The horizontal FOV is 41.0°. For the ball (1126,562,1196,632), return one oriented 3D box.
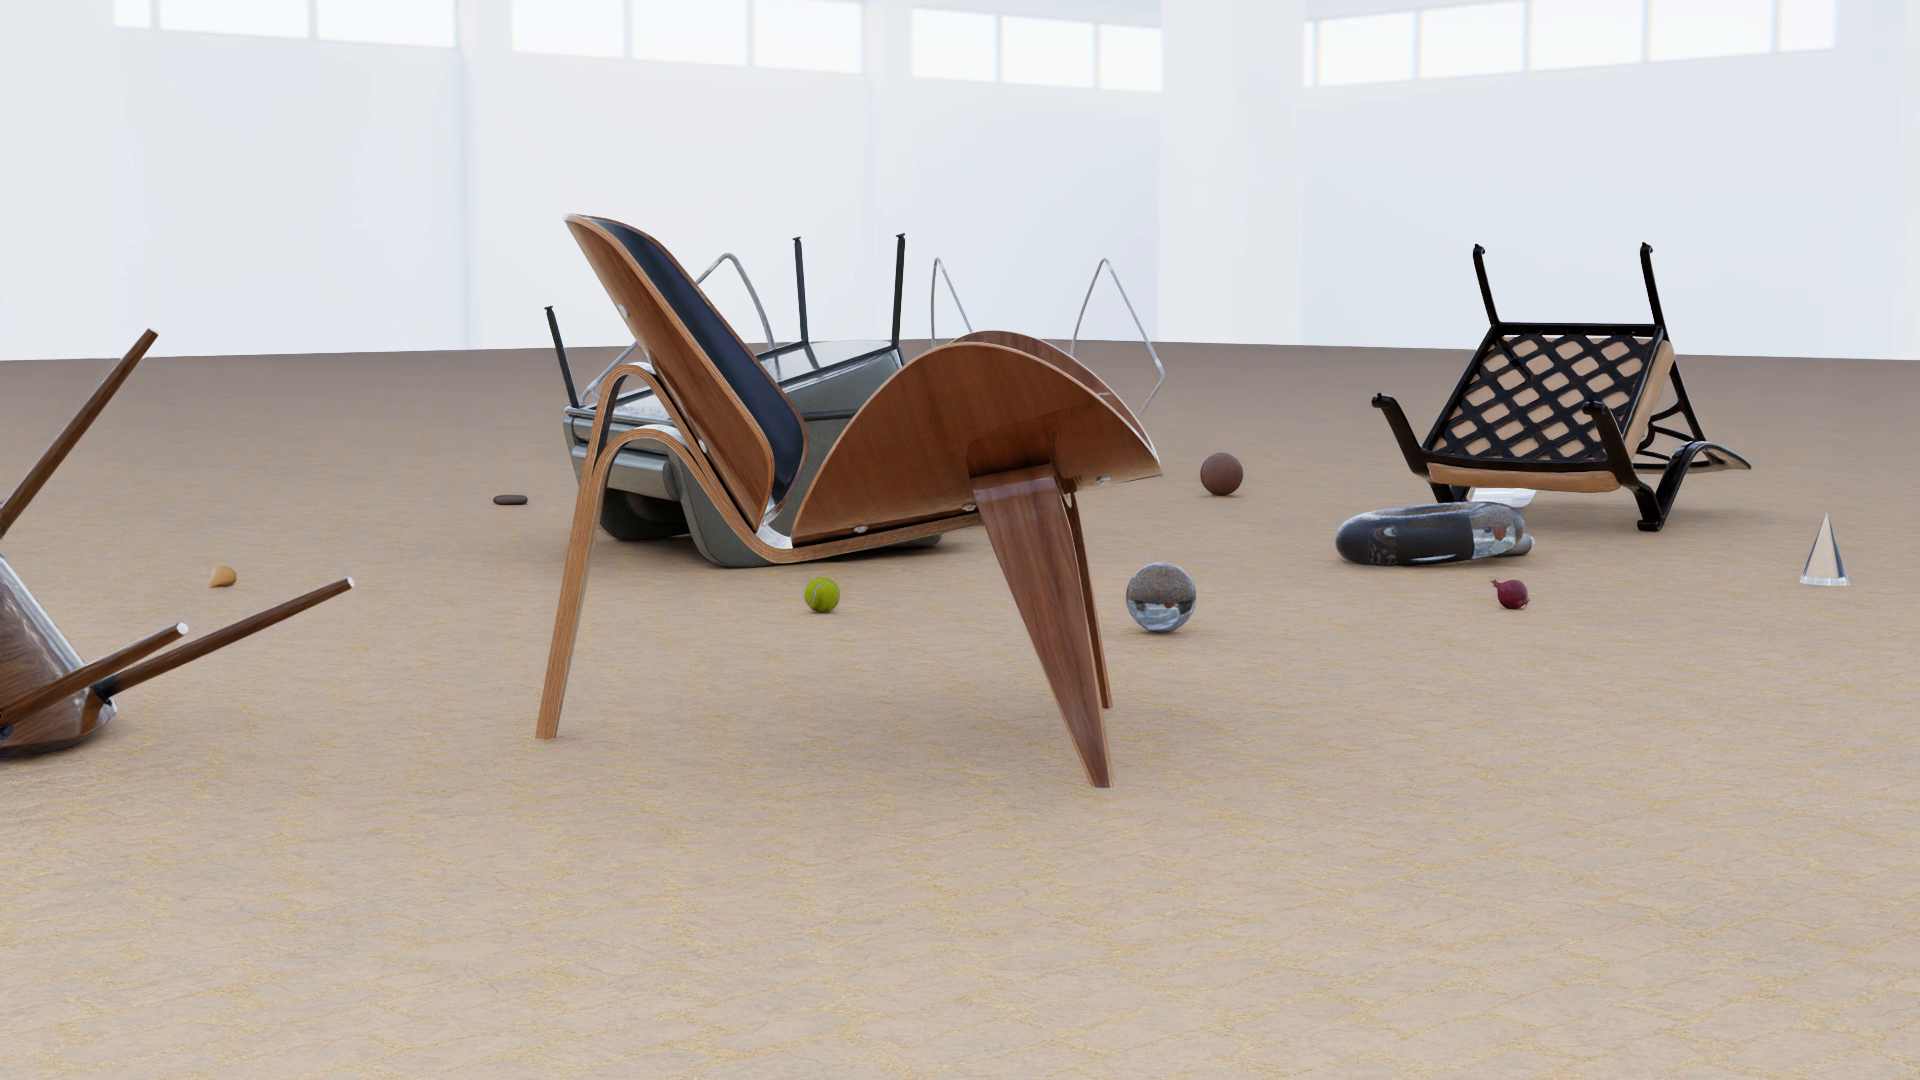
[{"bbox_3d":[0.372,0.106,4.744,0.131,0.131,0.131,0,6,0],"label":"ball"}]

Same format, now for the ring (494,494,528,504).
[{"bbox_3d":[-1.300,-0.116,7.422,0.102,0.025,0.091,2,6,24],"label":"ring"}]

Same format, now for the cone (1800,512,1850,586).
[{"bbox_3d":[1.858,0.015,5.508,0.105,0.156,0.090,5,8,42],"label":"cone"}]

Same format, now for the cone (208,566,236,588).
[{"bbox_3d":[-1.579,0.089,5.446,0.058,0.045,0.068,4,25,19],"label":"cone"}]

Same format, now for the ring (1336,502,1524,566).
[{"bbox_3d":[1.083,-0.014,5.917,0.448,0.116,0.279,-6,6,-8],"label":"ring"}]

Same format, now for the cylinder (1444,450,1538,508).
[{"bbox_3d":[1.502,-0.172,7.272,0.184,0.164,0.229,-1,-5,-13],"label":"cylinder"}]
